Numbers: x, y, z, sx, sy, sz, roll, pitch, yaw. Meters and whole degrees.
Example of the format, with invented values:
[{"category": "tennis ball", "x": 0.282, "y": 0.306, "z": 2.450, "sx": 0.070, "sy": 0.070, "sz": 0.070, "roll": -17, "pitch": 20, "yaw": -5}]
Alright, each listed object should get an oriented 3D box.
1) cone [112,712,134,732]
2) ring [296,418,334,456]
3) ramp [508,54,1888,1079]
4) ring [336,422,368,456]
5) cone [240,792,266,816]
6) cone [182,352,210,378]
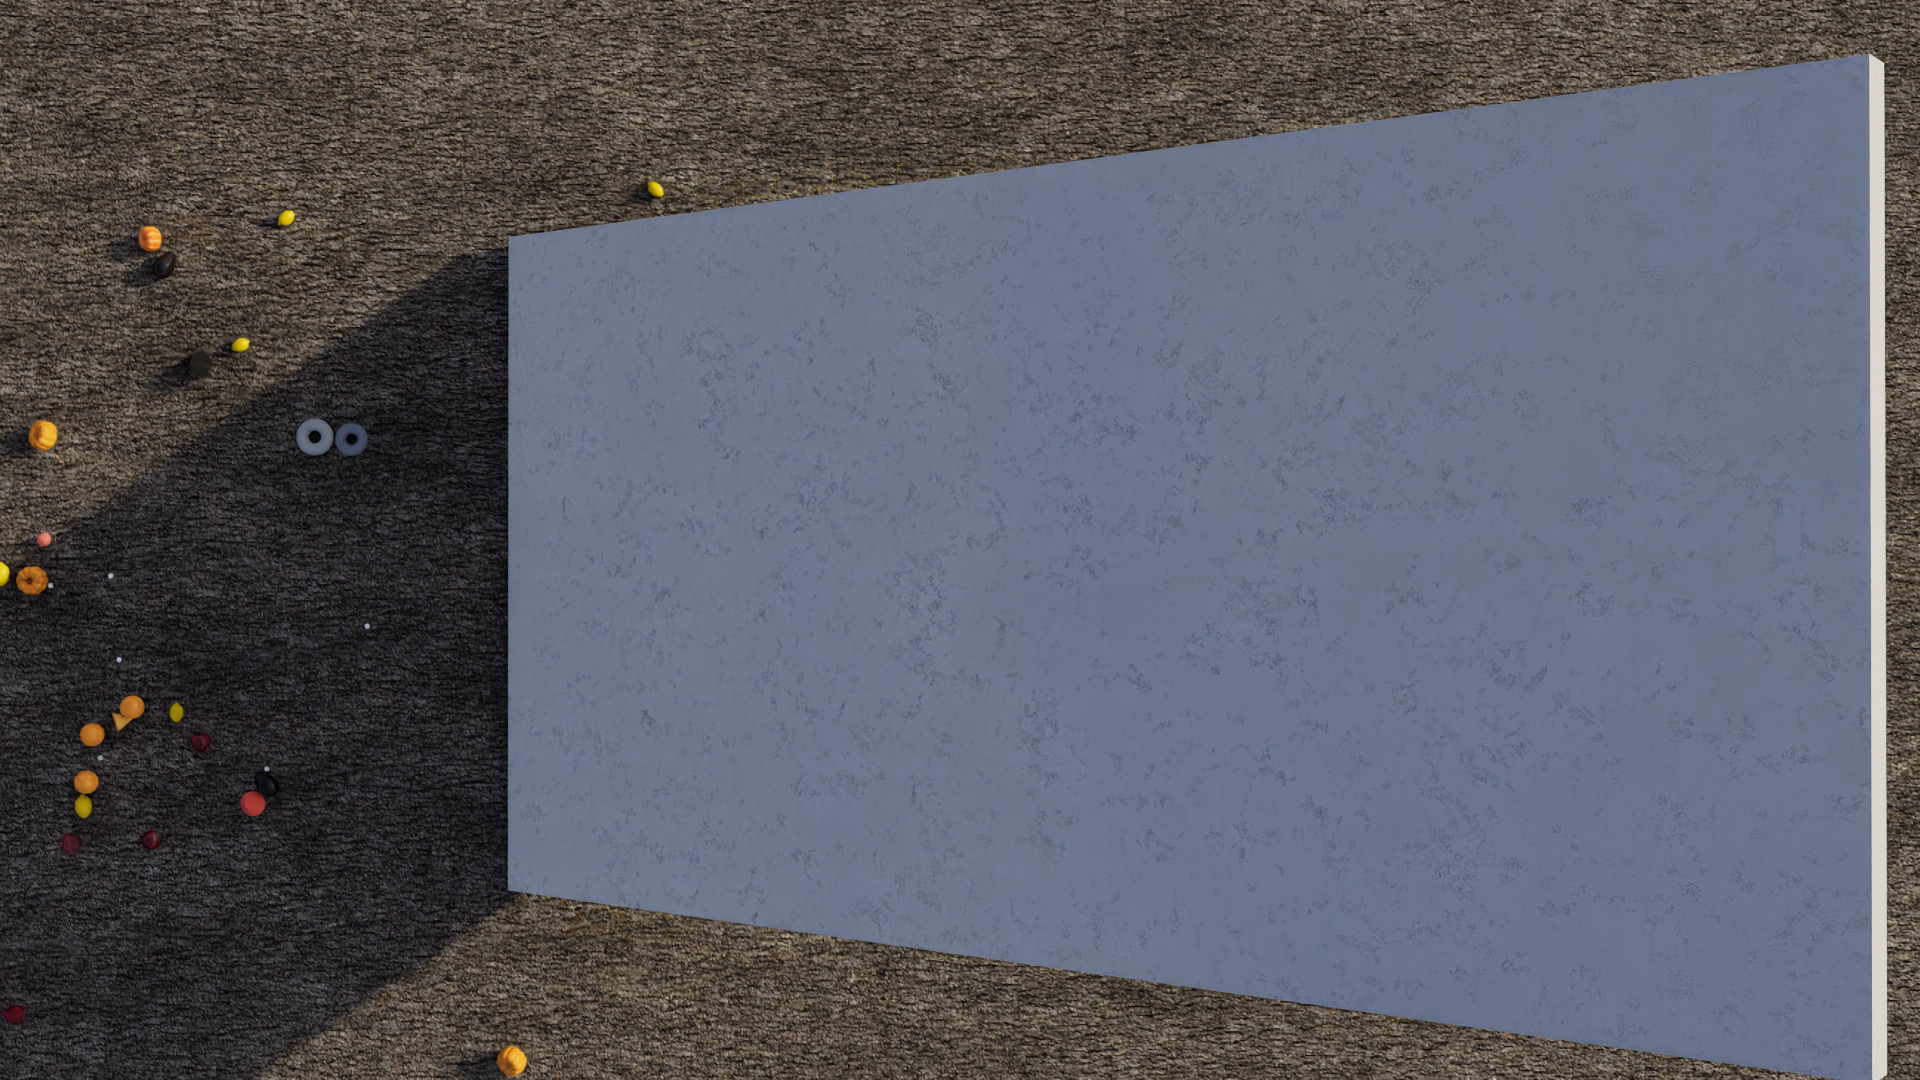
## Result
[{"category": "cone", "x": -2.578, "y": 0.553, "z": 6.794, "sx": 0.063, "sy": 0.063, "sz": 0.063, "roll": -18, "pitch": 90, "yaw": -27}, {"category": "ring", "x": -1.993, "y": -0.318, "z": 6.795, "sx": 0.115, "sy": 0.038, "sz": 0.115, "roll": 0, "pitch": 91, "yaw": 0}, {"category": "ramp", "x": 0.224, "y": 0.064, "z": 5.540, "sx": 4.000, "sy": 0.100, "sz": 2.000, "roll": 0, "pitch": 90, "yaw": 38}, {"category": "ring", "x": -1.880, "y": -0.311, "z": 6.797, "sx": 0.103, "sy": 0.034, "sz": 0.103, "roll": 0, "pitch": 89, "yaw": -1}, {"category": "cone", "x": -2.188, "y": 0.815, "z": 6.768, "sx": 0.077, "sy": 0.077, "sz": 0.077, "roll": 0, "pitch": 90, "yaw": 0}, {"category": "cone", "x": -2.377, "y": -0.546, "z": 6.796, "sx": 0.083, "sy": 0.083, "sz": 0.083, "roll": 9, "pitch": 90, "yaw": 27}]
